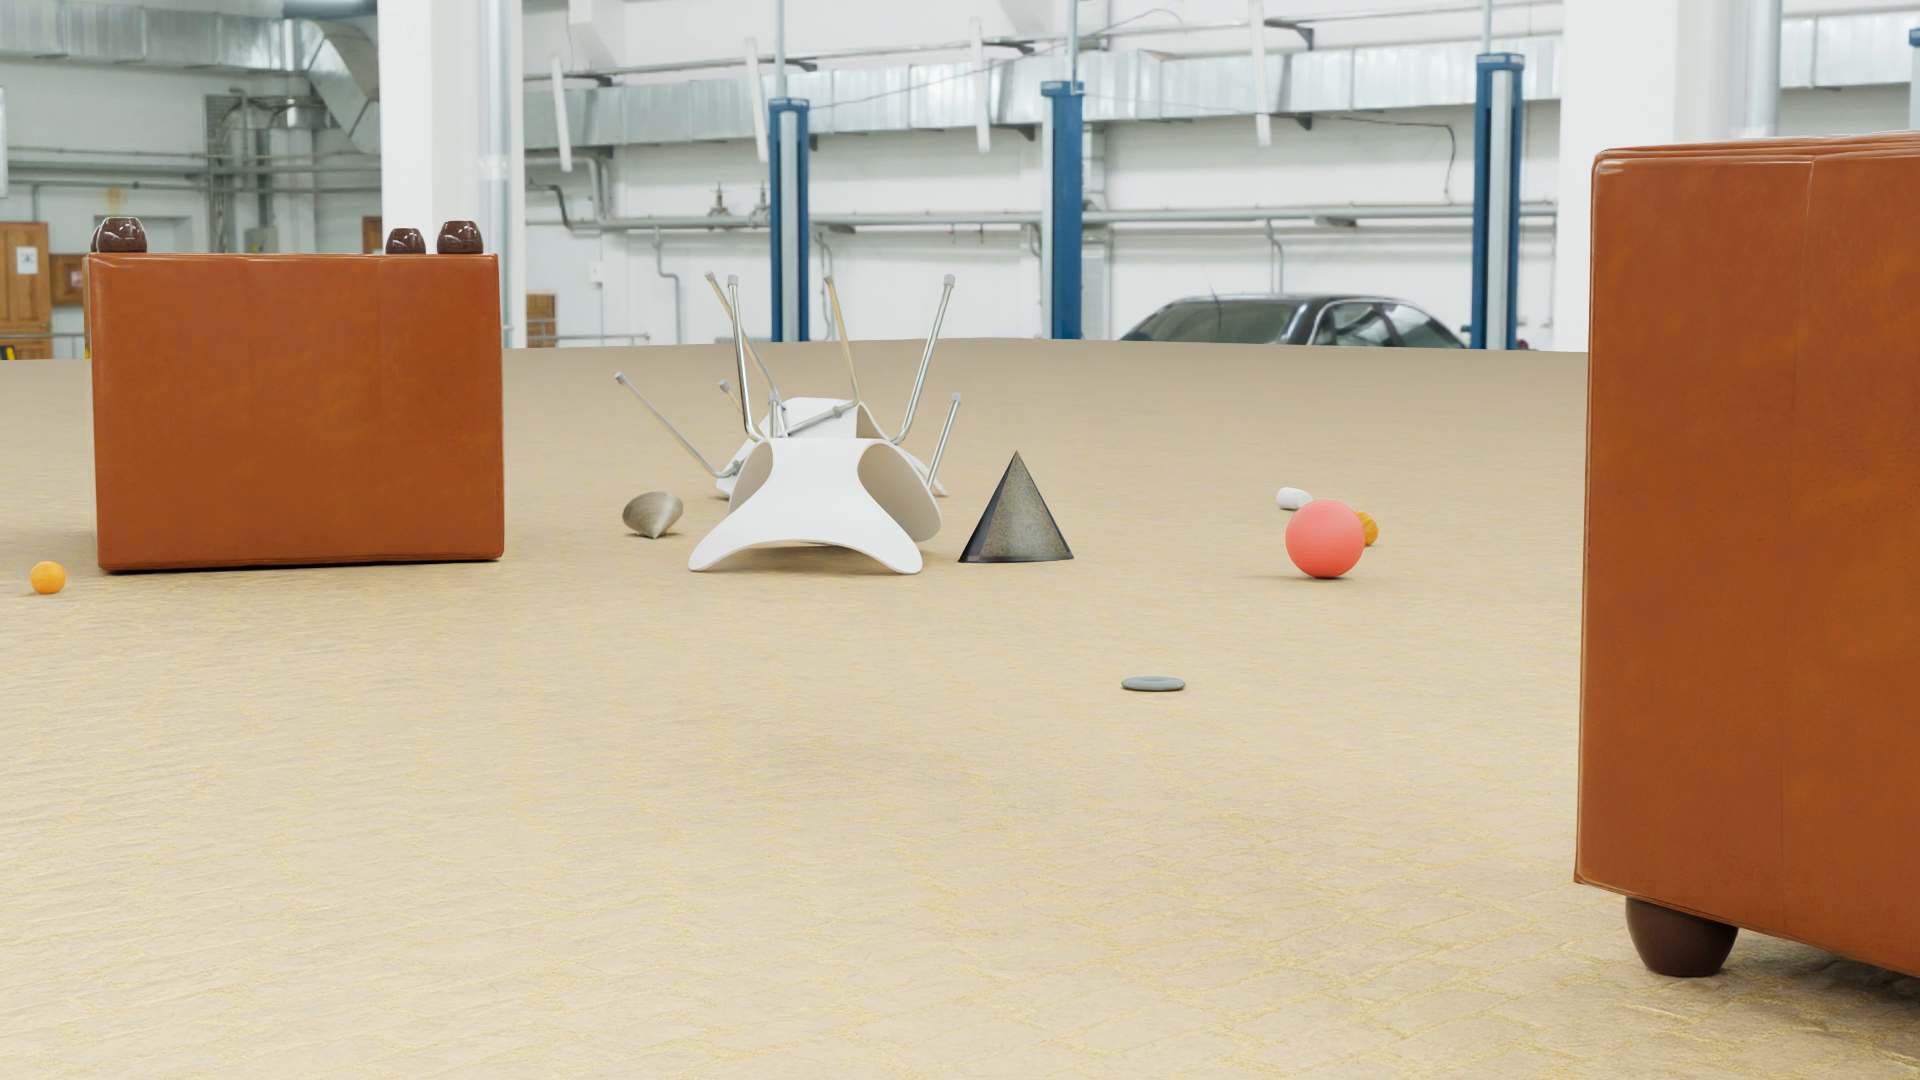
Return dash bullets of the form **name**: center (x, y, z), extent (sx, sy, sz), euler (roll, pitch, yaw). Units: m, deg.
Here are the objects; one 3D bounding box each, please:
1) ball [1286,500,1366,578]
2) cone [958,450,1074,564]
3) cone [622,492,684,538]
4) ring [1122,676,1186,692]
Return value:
- **ball**: center (0.796, -0.003, 5.595), extent (0.173, 0.173, 0.173), euler (0, 6, 0)
- **cone**: center (0.131, -0.081, 5.948), extent (0.289, 0.256, 0.115), euler (-2, 6, -20)
- **cone**: center (-0.776, -0.037, 6.499), extent (0.159, 0.114, 0.155), euler (-15, 28, 0)
- **ring**: center (0.309, 0.230, 4.105), extent (0.103, 0.016, 0.078), euler (1, 6, 9)
